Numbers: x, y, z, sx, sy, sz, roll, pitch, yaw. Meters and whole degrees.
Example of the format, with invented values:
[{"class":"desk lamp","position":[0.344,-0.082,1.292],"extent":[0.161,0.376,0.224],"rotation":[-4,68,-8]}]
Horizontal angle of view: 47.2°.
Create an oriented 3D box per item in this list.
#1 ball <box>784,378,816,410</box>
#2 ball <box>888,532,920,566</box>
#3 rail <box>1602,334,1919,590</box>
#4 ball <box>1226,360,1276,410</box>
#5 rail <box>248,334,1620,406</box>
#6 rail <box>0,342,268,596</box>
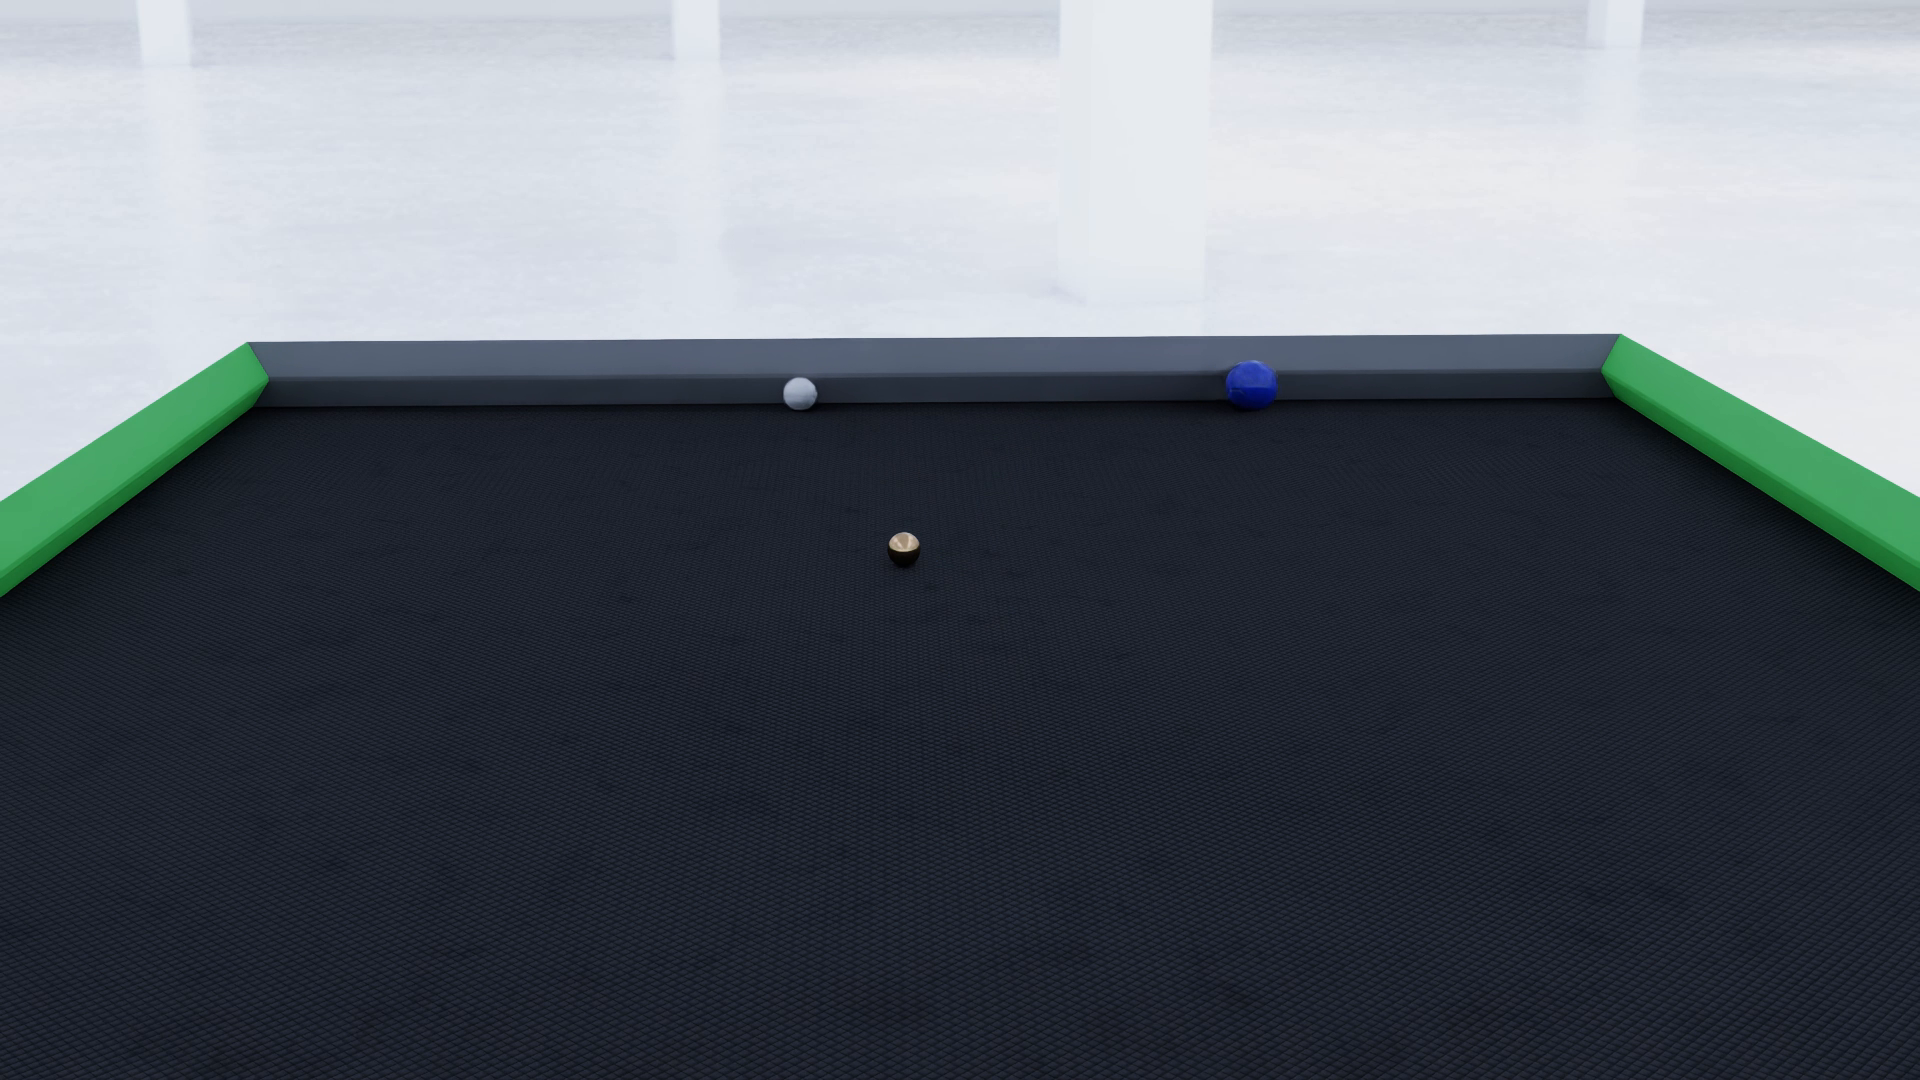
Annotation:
[{"class":"ball","position":[-0.273,-0.250,3.756],"extent":[0.057,0.057,0.057],"rotation":[0,16,0]},{"class":"ball","position":[-0.072,0.012,2.839],"extent":[0.044,0.044,0.044],"rotation":[0,16,0]},{"class":"rail","position":[1.198,0.224,1.942],"extent":[0.045,0.112,3.970],"rotation":[-1,16,-2]},{"class":"ball","position":[0.497,-0.264,3.753],"extent":[0.086,0.086,0.086],"rotation":[0,16,0]},{"class":"rail","position":[-0.032,-0.289,3.794],"extent":[2.379,0.112,0.045],"rotation":[-1,16,-2]},{"class":"rail","position":[-1.132,0.245,1.867],"extent":[0.045,0.112,3.970],"rotation":[-1,16,-2]}]
